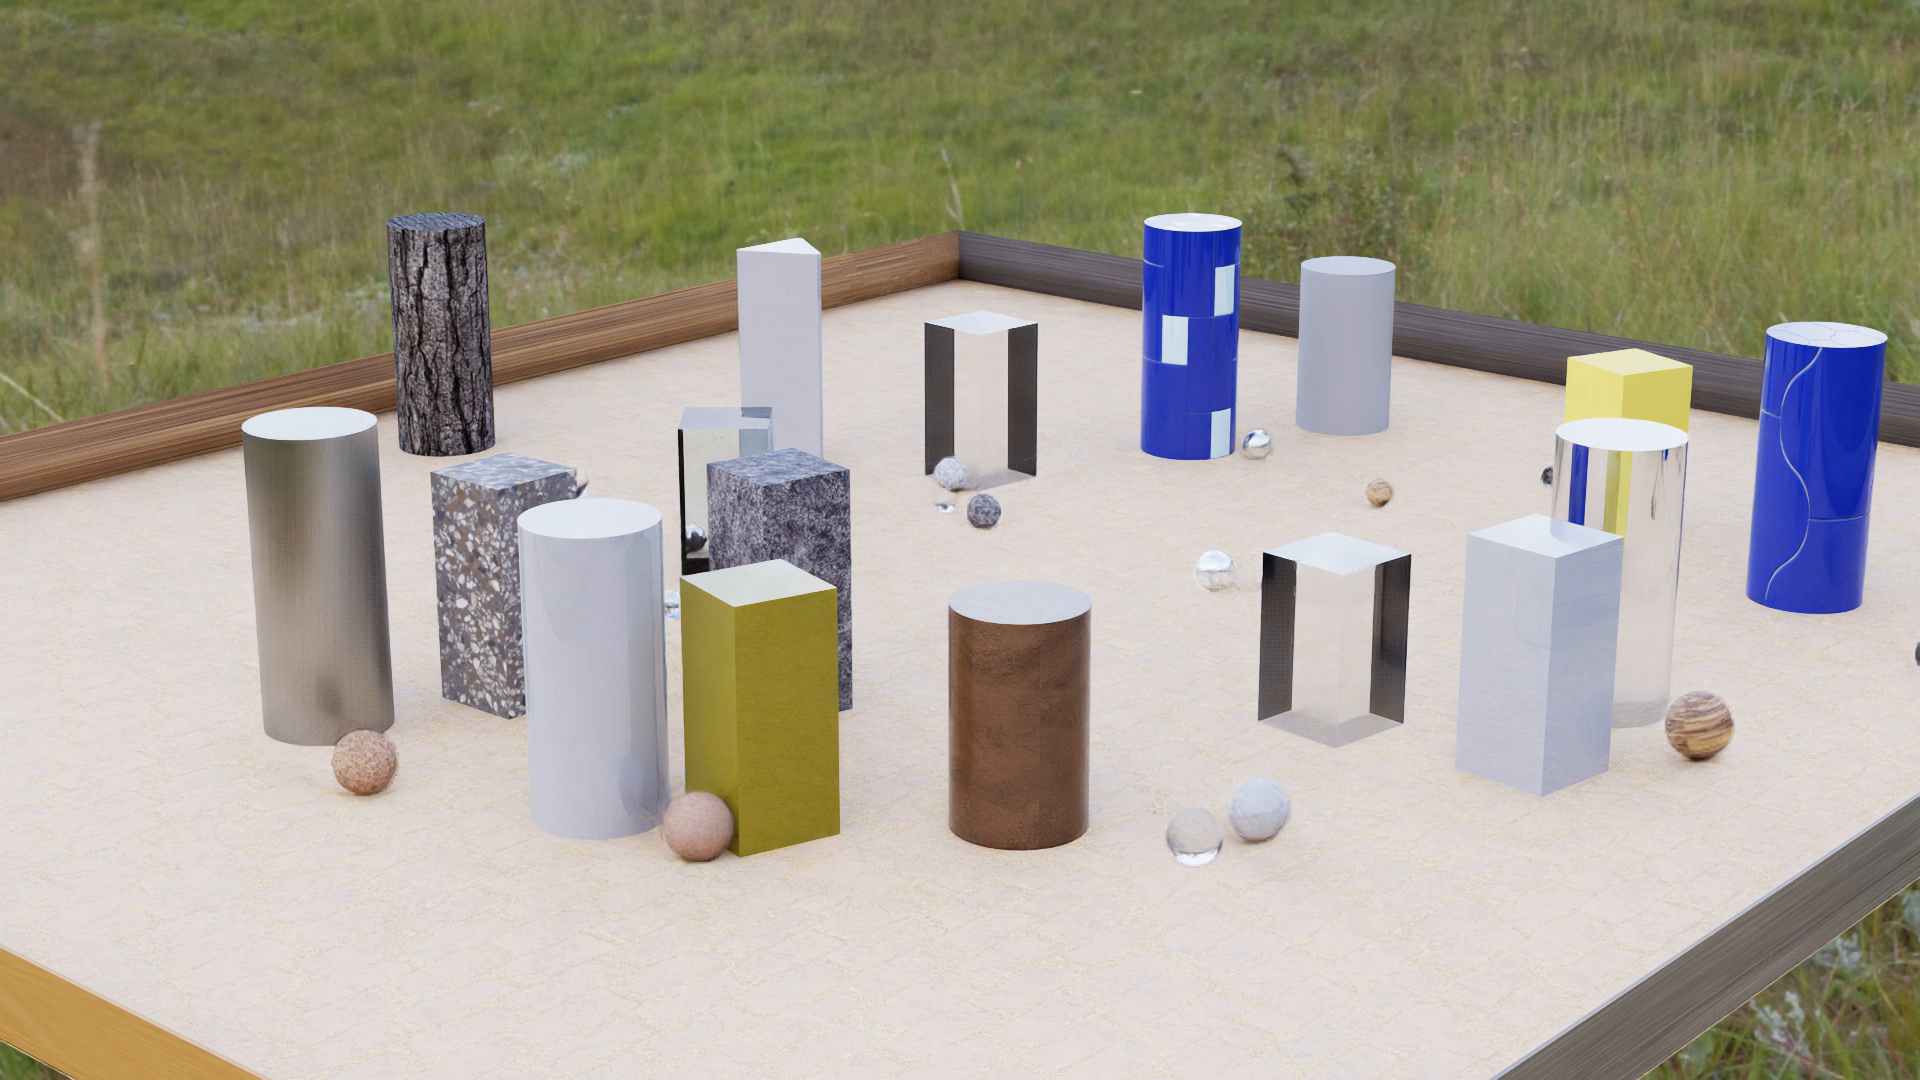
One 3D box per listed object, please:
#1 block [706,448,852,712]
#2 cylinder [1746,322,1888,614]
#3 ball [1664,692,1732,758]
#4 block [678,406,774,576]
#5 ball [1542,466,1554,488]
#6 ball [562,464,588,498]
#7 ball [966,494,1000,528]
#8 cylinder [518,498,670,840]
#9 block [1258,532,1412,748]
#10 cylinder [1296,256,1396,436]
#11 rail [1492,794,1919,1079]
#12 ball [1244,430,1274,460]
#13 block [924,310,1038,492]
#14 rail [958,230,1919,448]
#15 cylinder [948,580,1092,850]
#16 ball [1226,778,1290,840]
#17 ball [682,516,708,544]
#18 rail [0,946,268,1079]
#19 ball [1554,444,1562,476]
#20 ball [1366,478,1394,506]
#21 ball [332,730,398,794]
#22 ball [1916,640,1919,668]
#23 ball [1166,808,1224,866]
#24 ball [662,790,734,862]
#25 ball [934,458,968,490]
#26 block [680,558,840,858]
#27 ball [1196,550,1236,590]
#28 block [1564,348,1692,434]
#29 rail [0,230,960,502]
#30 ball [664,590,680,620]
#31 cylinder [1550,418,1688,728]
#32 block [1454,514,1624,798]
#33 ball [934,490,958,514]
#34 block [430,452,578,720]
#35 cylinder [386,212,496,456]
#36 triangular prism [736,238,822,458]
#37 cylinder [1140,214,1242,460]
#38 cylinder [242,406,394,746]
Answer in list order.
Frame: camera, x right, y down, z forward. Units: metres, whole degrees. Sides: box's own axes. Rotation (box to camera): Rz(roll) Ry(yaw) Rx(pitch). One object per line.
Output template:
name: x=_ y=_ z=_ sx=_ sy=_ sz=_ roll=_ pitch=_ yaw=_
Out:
block: x=-0.278 y=0.073 z=4.539 sx=0.159 sy=0.387 sz=0.159 roll=-12 pitch=21 yaw=-35
cylinder: x=1.475 y=-0.126 z=5.058 sx=0.198 sy=0.469 sz=0.198 roll=0 pitch=17 yaw=0
ball: x=1.100 y=0.276 z=4.366 sx=0.099 sy=0.099 sz=0.099 roll=0 pitch=17 yaw=0
block: x=-0.419 y=-0.089 z=5.280 sx=0.159 sy=0.270 sz=0.159 roll=0 pitch=17 yaw=0
ball: x=1.171 y=-0.124 z=5.787 sx=0.045 sy=0.045 sz=0.045 roll=0 pitch=17 yaw=0
ball: x=-0.759 y=-0.112 z=5.698 sx=0.073 sy=0.073 sz=0.073 roll=0 pitch=17 yaw=0
ball: x=0.044 y=-0.054 z=5.518 sx=0.066 sy=0.066 sz=0.066 roll=0 pitch=17 yaw=0
cylinder: x=-0.510 y=0.179 z=4.103 sx=0.198 sy=0.437 sz=0.198 roll=0 pitch=17 yaw=0
block: x=0.571 y=0.151 z=4.479 sx=0.159 sy=0.274 sz=0.159 roll=-15 pitch=22 yaw=-40
cylinder: x=0.818 y=-0.413 z=6.228 sx=0.198 sy=0.345 sz=0.198 roll=0 pitch=17 yaw=0
rail: x=1.336 y=0.367 z=4.010 sx=0.045 sy=0.129 sz=4.109 roll=14 pitch=22 yaw=39
ball: x=0.609 y=-0.194 z=5.990 sx=0.061 sy=0.061 sz=0.061 roll=0 pitch=17 yaw=0
block: x=0.042 y=-0.278 z=5.832 sx=0.159 sy=0.315 sz=0.159 roll=-15 pitch=22 yaw=-41
rail: x=1.331 y=-0.410 z=6.588 sx=3.585 sy=0.129 sz=0.045 roll=14 pitch=22 yaw=39
cylinder: x=0.082 y=0.242 z=4.082 sx=0.198 sy=0.328 sz=0.198 roll=0 pitch=17 yaw=0
ball: x=0.413 y=0.373 z=4.066 sx=0.086 sy=0.086 sz=0.086 roll=0 pitch=17 yaw=0
ball: x=-0.490 y=-0.019 z=5.429 sx=0.050 sy=0.050 sz=0.050 roll=0 pitch=17 yaw=0
rail: x=-1.331 y=0.475 z=3.652 sx=3.585 sy=0.129 sz=0.045 roll=14 pitch=22 yaw=39
ball: x=1.223 y=-0.156 z=5.815 sx=0.091 sy=0.091 sz=0.091 roll=0 pitch=17 yaw=0
ball: x=0.811 y=-0.092 z=5.668 sx=0.053 sy=0.053 sz=0.053 roll=0 pitch=17 yaw=0
ball: x=-0.859 y=0.320 z=4.231 sx=0.093 sy=0.093 sz=0.093 roll=0 pitch=17 yaw=0
ball: x=1.575 y=0.183 z=4.677 sx=0.098 sy=0.098 sz=0.098 roll=0 pitch=17 yaw=0
ball: x=0.318 y=0.403 z=3.978 sx=0.079 sy=0.079 sz=0.079 roll=0 pitch=17 yaw=0
ball: x=-0.357 y=0.389 z=3.995 sx=0.096 sy=0.096 sz=0.096 roll=0 pitch=17 yaw=0
ball: x=-0.018 y=-0.130 z=5.772 sx=0.065 sy=0.065 sz=0.065 roll=0 pitch=17 yaw=0
block: x=-0.277 y=0.231 z=4.063 sx=0.159 sy=0.361 sz=0.159 roll=-10 pitch=20 yaw=-31
ball: x=0.449 y=0.054 z=5.153 sx=0.071 sy=0.071 sz=0.071 roll=0 pitch=17 yaw=0
block: x=1.224 y=-0.163 z=5.405 sx=0.159 sy=0.340 sz=0.159 roll=-8 pitch=19 yaw=-26
rail: x=-1.336 y=-0.302 z=6.230 sx=0.045 sy=0.129 sz=4.109 roll=14 pitch=22 yaw=39
ball: x=-0.492 y=0.111 z=4.998 sx=0.051 sy=0.051 sz=0.051 roll=0 pitch=17 yaw=0
cylinder: x=1.008 y=0.050 z=4.525 sx=0.198 sy=0.440 sz=0.198 roll=0 pitch=17 yaw=0
block: x=0.844 y=0.166 z=4.278 sx=0.159 sy=0.361 sz=0.159 roll=-14 pitch=22 yaw=-39
ball: x=-0.027 y=-0.073 z=5.620 sx=0.044 sy=0.044 sz=0.044 roll=0 pitch=17 yaw=0
block: x=-0.706 y=0.069 z=4.585 sx=0.159 sy=0.369 sz=0.159 roll=14 pitch=22 yaw=39
cylinder: x=-1.069 y=-0.425 z=6.048 sx=0.198 sy=0.471 sz=0.198 roll=0 pitch=17 yaw=0
triangular prism: x=-0.344 y=-0.382 z=5.954 sx=0.172 sy=0.442 sz=0.149 roll=4 pitch=17 yaw=13
cylinder: x=0.473 y=-0.418 z=6.021 sx=0.198 sy=0.474 sz=0.198 roll=0 pitch=17 yaw=0
cylinder: x=-0.971 y=0.054 z=4.447 sx=0.198 sy=0.477 sz=0.198 roll=0 pitch=17 yaw=0
